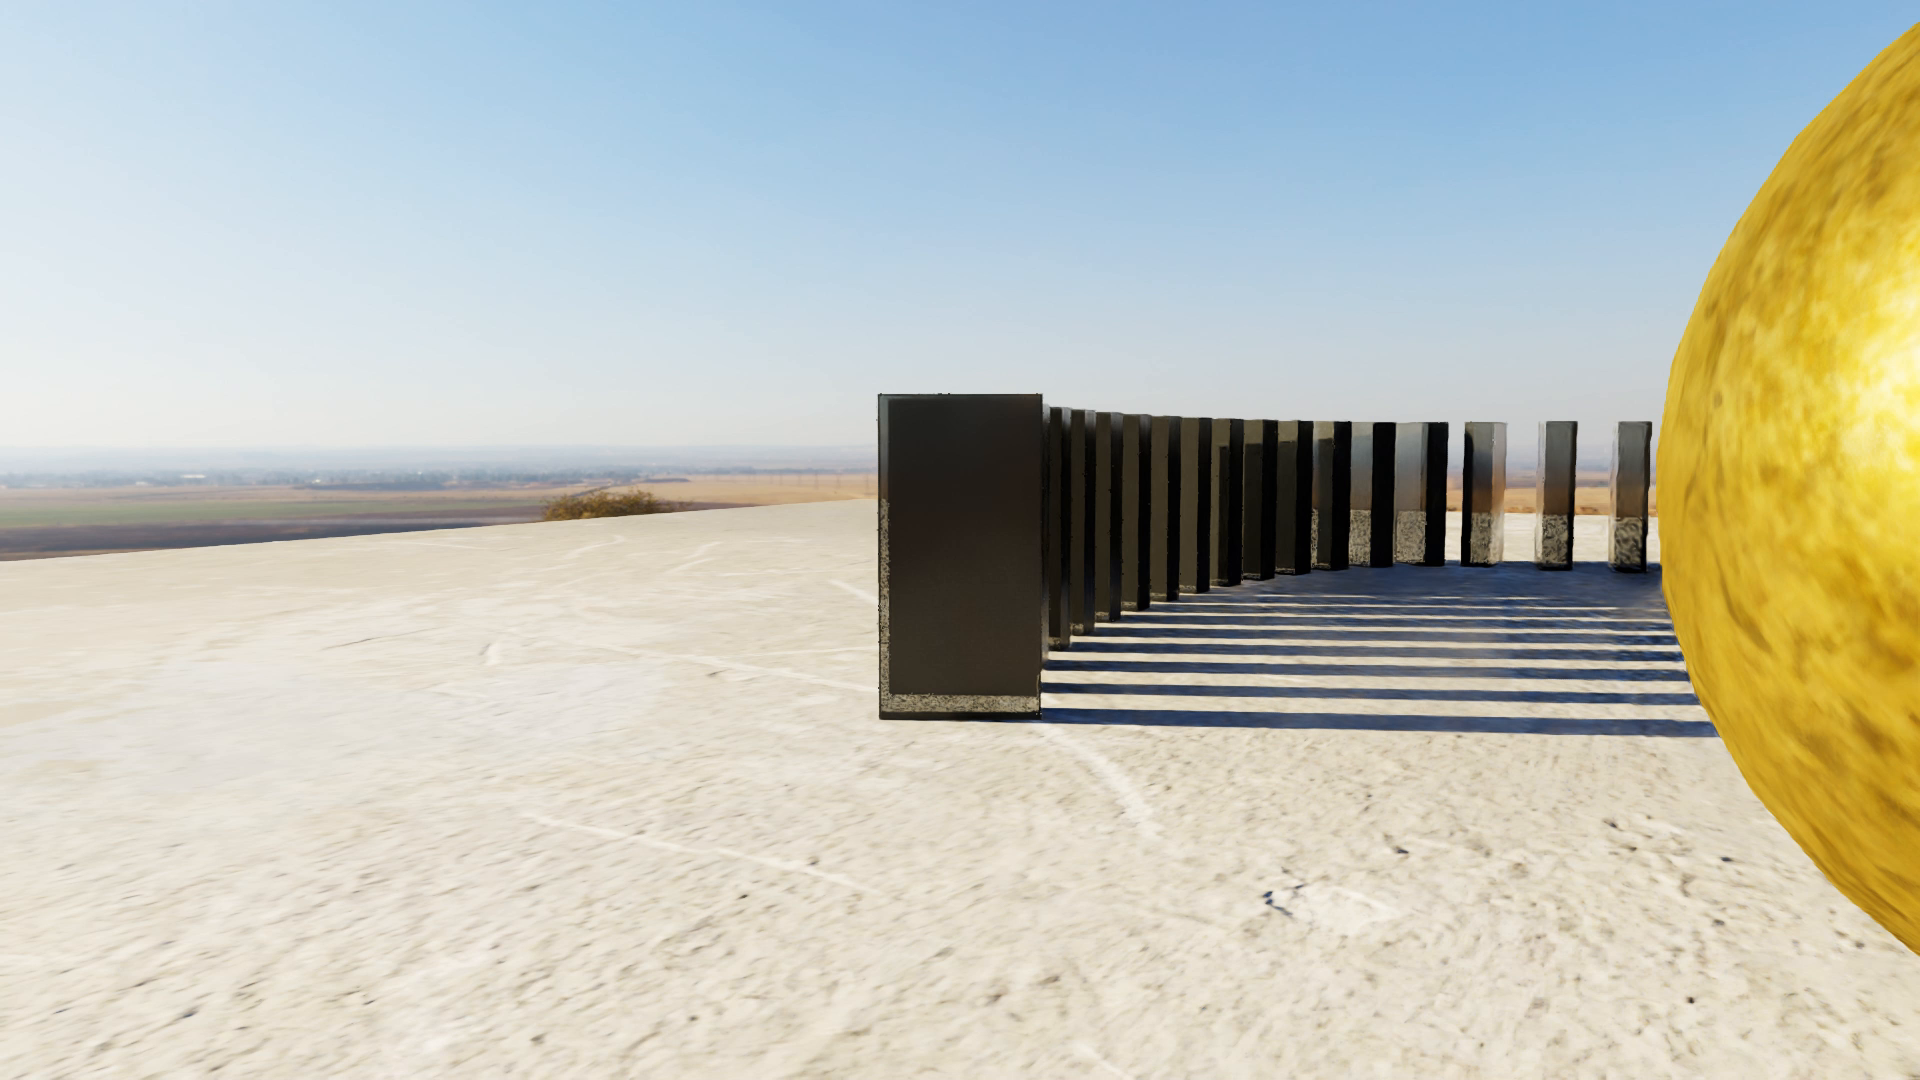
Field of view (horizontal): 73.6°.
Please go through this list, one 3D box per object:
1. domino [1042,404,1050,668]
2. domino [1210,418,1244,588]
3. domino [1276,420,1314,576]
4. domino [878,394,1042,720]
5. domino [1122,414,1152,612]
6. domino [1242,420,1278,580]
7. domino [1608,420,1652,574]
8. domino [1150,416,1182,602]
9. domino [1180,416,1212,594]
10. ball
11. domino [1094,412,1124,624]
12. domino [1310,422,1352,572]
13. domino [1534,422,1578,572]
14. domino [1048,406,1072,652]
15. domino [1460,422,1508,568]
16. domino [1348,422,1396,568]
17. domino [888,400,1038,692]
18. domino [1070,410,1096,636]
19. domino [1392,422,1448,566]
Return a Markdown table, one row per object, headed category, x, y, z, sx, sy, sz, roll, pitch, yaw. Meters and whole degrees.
| category | x | y | z | sx | sy | sz | roll | pitch | yaw |
| --- | --- | --- | --- | --- | --- | --- | --- | --- | --- |
| domino | 0.004 | -0.001 | 0.246 | 0.025 | 0.050 | 0.009 | 1 | 4 | 12 |
| domino | 0.072 | -0.012 | 0.391 | 0.025 | 0.050 | 0.010 | 3 | 5 | 37 |
| domino | 0.103 | -0.014 | 0.425 | 0.009 | 0.050 | 0.025 | -4 | 6 | -44 |
| domino | 0.000 | 0.002 | 0.201 | 0.025 | 0.050 | 0.009 | 0 | 4 | 0 |
| domino | 0.036 | -0.007 | 0.332 | 0.025 | 0.050 | 0.010 | 2 | 5 | 27 |
| domino | 0.087 | -0.013 | 0.408 | 0.025 | 0.050 | 0.010 | 4 | 6 | 41 |
| domino | 0.226 | -0.015 | 0.434 | 0.009 | 0.050 | 0.025 | 2 | 5 | 22 |
| domino | 0.047 | -0.009 | 0.352 | 0.025 | 0.050 | 0.010 | 2 | 5 | 30 |
| domino | 0.059 | -0.010 | 0.372 | 0.025 | 0.050 | 0.009 | 3 | 5 | 33 |
| ball | 0.087 | -0.003 | 0.077 | 0.080 | 0.080 | 0.080 | 0 | 4 | 0 |
| domino | 0.026 | -0.006 | 0.312 | 0.025 | 0.050 | 0.009 | 2 | 5 | 24 |
| domino | 0.120 | -0.015 | 0.440 | 0.010 | 0.050 | 0.025 | -3 | 5 | -36 |
| domino | 0.204 | -0.015 | 0.440 | 0.010 | 0.050 | 0.025 | 1 | 5 | 19 |
| domino | 0.010 | -0.003 | 0.269 | 0.025 | 0.050 | 0.009 | 1 | 4 | 17 |
| domino | 0.185 | -0.016 | 0.452 | 0.010 | 0.050 | 0.025 | 3 | 5 | 33 |
| domino | 0.140 | -0.016 | 0.451 | 0.009 | 0.050 | 0.025 | -2 | 5 | -21 |
| domino | 0.001 | 0.001 | 0.224 | 0.025 | 0.050 | 0.009 | 0 | 4 | 4 |
| domino | 0.017 | -0.004 | 0.290 | 0.025 | 0.050 | 0.010 | 2 | 5 | 20 |
| domino | 0.163 | -0.017 | 0.456 | 0.010 | 0.050 | 0.025 | 0 | 4 | -5 |
